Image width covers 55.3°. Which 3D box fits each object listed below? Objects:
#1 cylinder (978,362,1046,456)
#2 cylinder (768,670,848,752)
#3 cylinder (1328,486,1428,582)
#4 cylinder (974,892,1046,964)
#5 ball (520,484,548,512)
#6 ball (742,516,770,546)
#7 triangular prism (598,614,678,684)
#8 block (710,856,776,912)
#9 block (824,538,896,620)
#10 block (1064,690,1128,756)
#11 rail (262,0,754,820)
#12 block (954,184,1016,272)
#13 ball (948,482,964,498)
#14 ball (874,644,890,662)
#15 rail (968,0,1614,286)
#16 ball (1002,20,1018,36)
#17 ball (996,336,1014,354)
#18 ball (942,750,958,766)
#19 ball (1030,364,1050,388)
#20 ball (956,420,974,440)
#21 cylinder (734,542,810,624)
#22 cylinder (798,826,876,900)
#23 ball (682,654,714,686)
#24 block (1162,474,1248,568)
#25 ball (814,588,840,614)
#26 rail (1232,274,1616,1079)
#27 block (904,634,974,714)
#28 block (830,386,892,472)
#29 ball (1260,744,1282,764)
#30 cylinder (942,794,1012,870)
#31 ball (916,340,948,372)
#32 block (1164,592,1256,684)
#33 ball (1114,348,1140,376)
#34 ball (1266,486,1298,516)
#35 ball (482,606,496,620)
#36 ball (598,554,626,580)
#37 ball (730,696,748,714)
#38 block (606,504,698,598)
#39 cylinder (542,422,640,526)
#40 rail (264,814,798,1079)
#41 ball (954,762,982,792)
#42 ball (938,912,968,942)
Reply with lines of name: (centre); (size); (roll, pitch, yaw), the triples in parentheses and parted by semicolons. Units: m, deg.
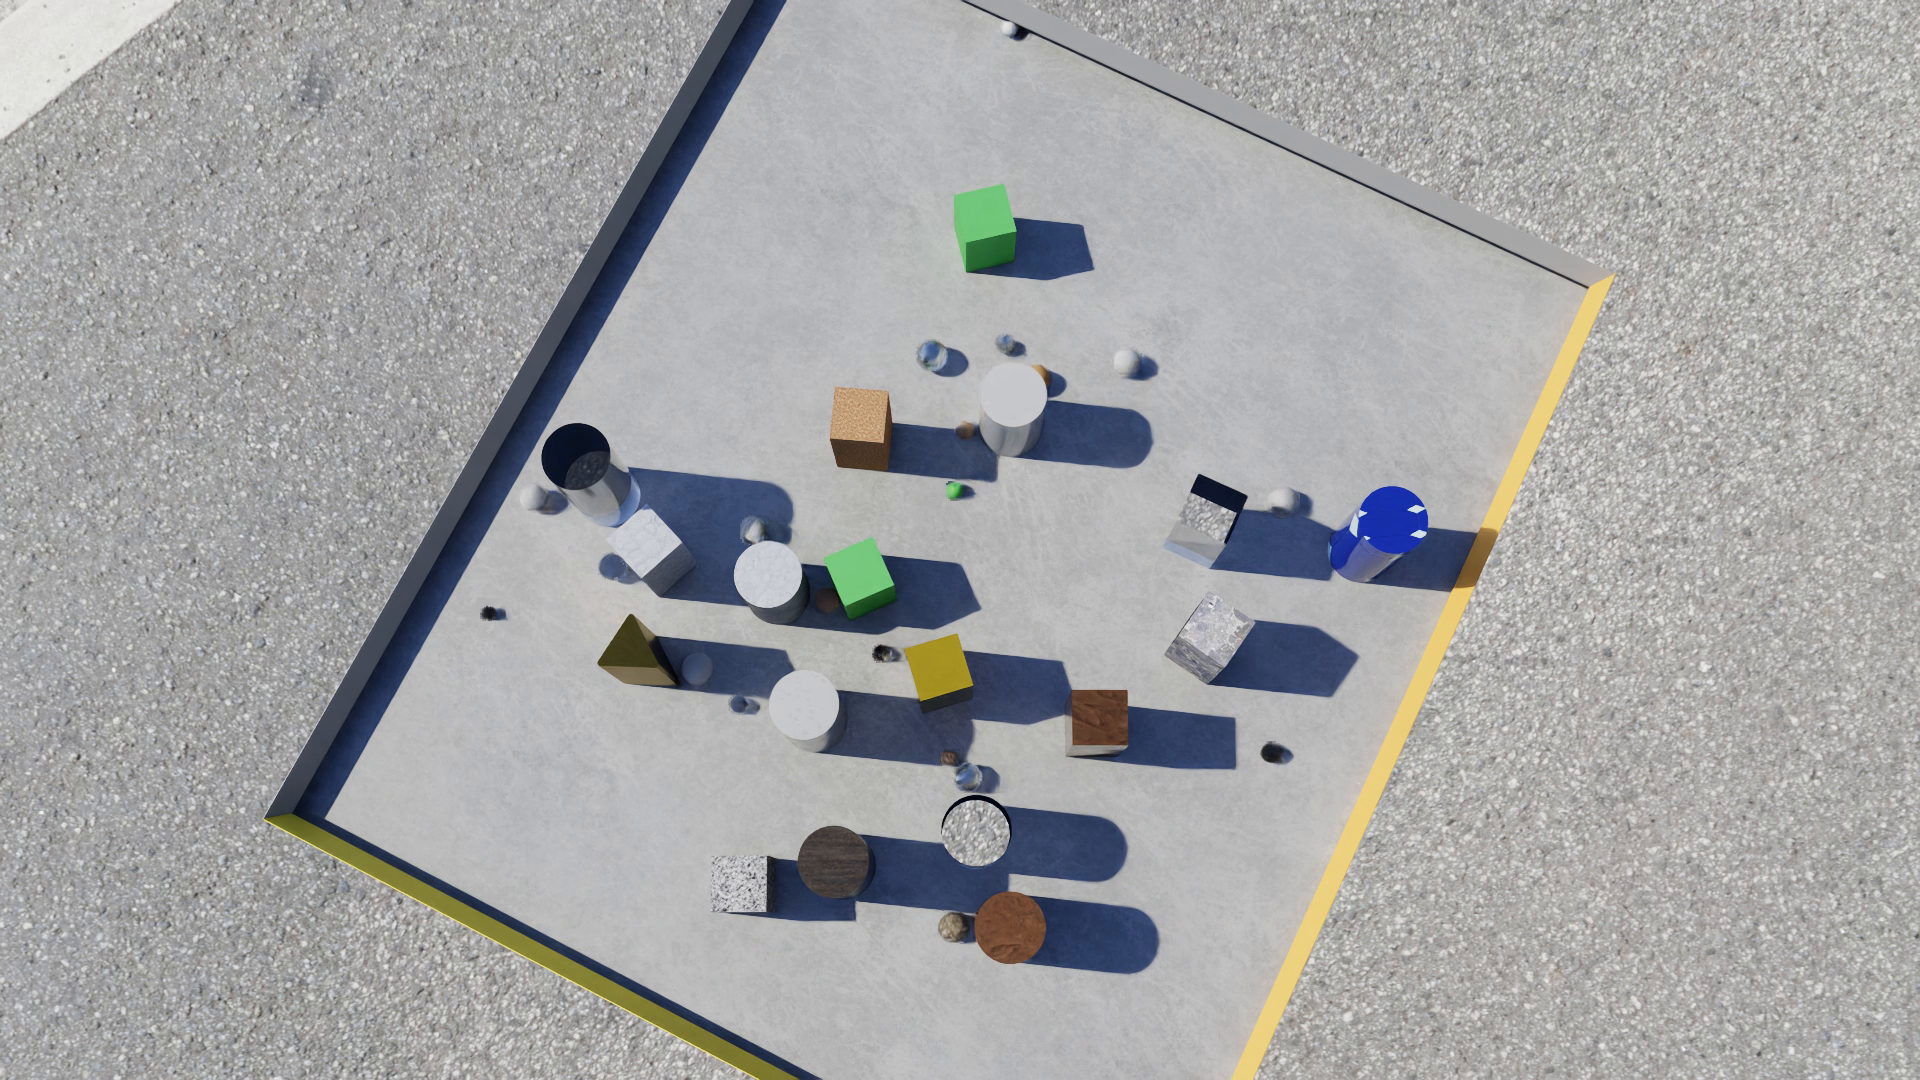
cylinder: (0.156, -0.388, 5.515); (0.196, 0.357, 0.196); (0, 78, 0)
cylinder: (-0.436, 0.500, 5.311); (0.196, 0.395, 0.196); (0, 78, 0)
cylinder: (1.223, -0.011, 5.389); (0.196, 0.451, 0.196); (0, 78, 0)
cylinder: (0.138, 1.100, 5.205); (0.196, 0.361, 0.196); (0, 78, 0)
ball: (-1.302, -0.128, 5.601); (0.082, 0.082, 0.082); (0, 78, 0)
ball: (-0.621, -0.028, 5.577); (0.089, 0.089, 0.089); (0, 78, 0)
triangular prism: (-0.929, 0.320, 5.345); (0.170, 0.403, 0.147); (2, 78, 0)
block: (-0.624, 0.994, 5.285); (0.157, 0.246, 0.157); (-1, 78, 0)
block: (-0.295, 0.118, 5.456); (0.157, 0.266, 0.157); (-23, 79, -5)
block: (0.393, 0.535, 5.318); (0.157, 0.368, 0.157); (0, 78, 0)
rail: (-1.266, -0.613, 5.677); (0.045, 0.127, 3.303); (26, 80, 5)
block: (0.076, -0.964, 5.682); (0.157, 0.263, 0.157); (-13, 79, -3)
ball: (-0.014, -0.153, 5.622); (0.051, 0.051, 0.051); (0, 78, 0)
ball: (-0.234, 0.340, 5.520); (0.051, 0.051, 0.051); (0, 78, 0)
rail: (0.728, -1.419, 5.844); (2.877, 0.127, 0.045); (26, 80, 5)
ball: (0.162, -1.656, 5.933); (0.052, 0.052, 0.052); (0, 78, 0)
ball: (0.140, -0.610, 5.714); (0.056, 0.056, 0.056); (0, 78, 0)
ball: (-0.030, 0.648, 5.458); (0.049, 0.049, 0.049); (0, 78, 0)
ball: (0.236, -0.500, 5.676); (0.086, 0.086, 0.086); (0, 78, 0)
ball: (0.016, -0.339, 5.657); (0.058, 0.058, 0.058); (0, 78, 0)
cylinder: (-0.554, 0.130, 5.434); (0.196, 0.305, 0.196); (0, 78, 0)
cylinder: (-0.347, 0.922, 5.217); (0.196, 0.409, 0.196); (0, 78, 0)
ball: (-0.786, 0.388, 5.487); (0.096, 0.096, 0.096); (0, 78, 0)
block: (0.724, -0.052, 5.435); (0.157, 0.377, 0.157); (25, 79, 5)
ball: (-0.402, 0.182, 5.540); (0.077, 0.077, 0.077); (0, 78, 0)
rail: (1.266, 0.626, 5.421); (0.045, 0.127, 3.303); (26, 80, 5)
block: (-0.060, 0.394, 5.368); (0.157, 0.328, 0.157); (-17, 79, -3)
block: (-0.294, -0.330, 5.508); (0.157, 0.347, 0.157); (5, 78, 1)
ball: (0.925, 0.635, 5.454); (0.061, 0.061, 0.061); (0, 78, 0)
cylinder: (0.046, 0.841, 5.257); (0.196, 0.364, 0.196); (0, 78, 0)
ball: (-0.088, -0.571, 5.685); (0.098, 0.098, 0.098); (0, 78, 0)
block: (0.725, 0.290, 5.358); (0.157, 0.388, 0.157); (35, 80, 7)
ball: (0.518, -0.551, 5.687); (0.086, 0.086, 0.086); (0, 78, 0)
ball: (0.984, -0.119, 5.593); (0.094, 0.094, 0.094); (0, 78, 0)
ball: (-1.427, 0.221, 5.550); (0.041, 0.041, 0.041); (0, 78, 0)
ball: (-1.054, 0.081, 5.558); (0.082, 0.082, 0.082); (0, 78, 0)
ball: (-0.663, 0.494, 5.488); (0.052, 0.052, 0.052); (0, 78, 0)
block: (-0.913, 0.035, 5.448); (0.157, 0.316, 0.157); (-42, 81, -8)
cylinder: (-1.083, -0.186, 5.405); (0.196, 0.490, 0.196); (0, 78, 0)
rail: (-0.728, 1.433, 5.254); (2.877, 0.127, 0.045); (26, 80, 5)
ball: (0.023, 0.703, 5.427); (0.086, 0.086, 0.086); (0, 78, 0)
ball: (-0.020, 1.129, 5.338); (0.088, 0.088, 0.088); (0, 78, 0)
